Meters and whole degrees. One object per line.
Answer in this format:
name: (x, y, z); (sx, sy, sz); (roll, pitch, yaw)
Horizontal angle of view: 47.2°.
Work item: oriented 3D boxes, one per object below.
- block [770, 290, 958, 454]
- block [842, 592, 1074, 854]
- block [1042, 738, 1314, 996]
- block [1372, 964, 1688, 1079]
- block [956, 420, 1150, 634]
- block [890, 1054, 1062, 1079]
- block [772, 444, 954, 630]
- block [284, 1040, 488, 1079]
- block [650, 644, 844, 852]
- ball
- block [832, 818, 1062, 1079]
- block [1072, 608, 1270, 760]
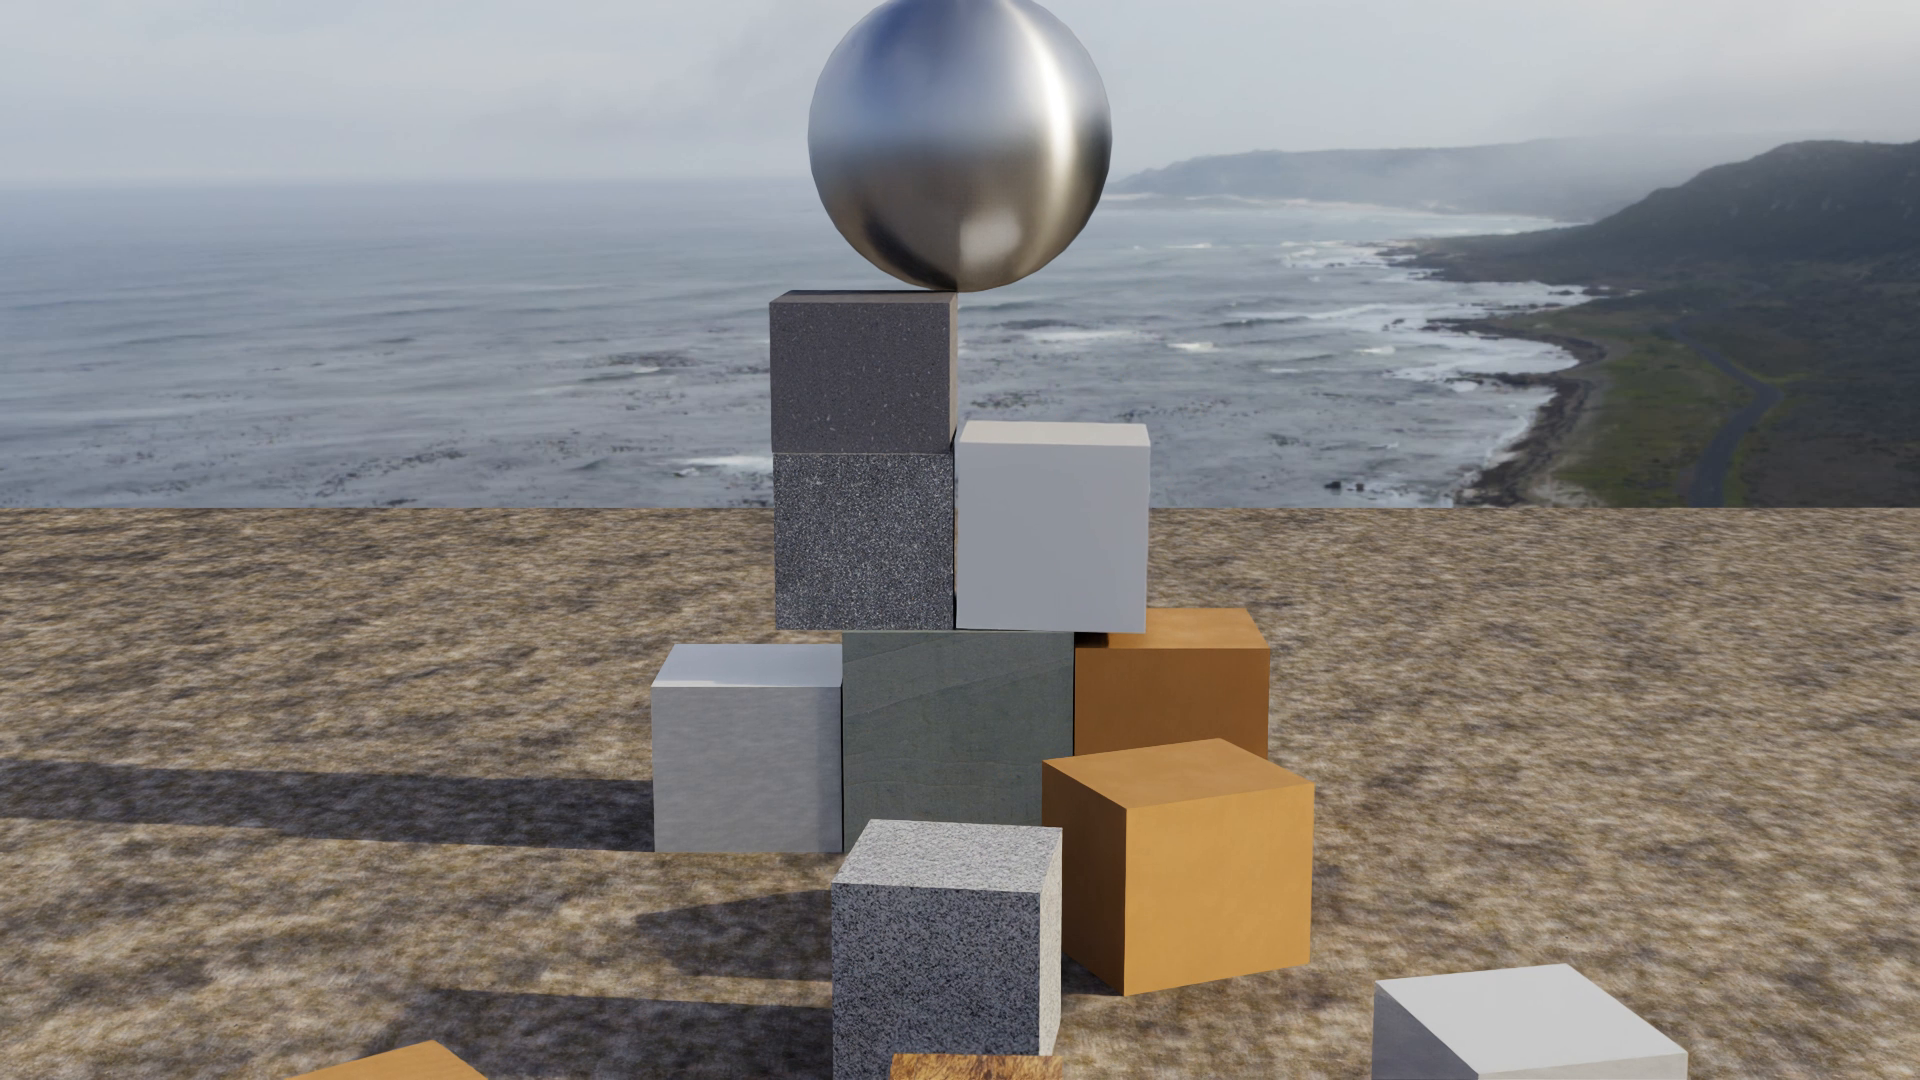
block: (-0.467, -0.864, 11.094); (0.871, 0.731, 0.908); (0, 10, 2)
block: (-0.011, 0.922, 11.344); (1.135, 1.128, 0.972); (0, 10, 0)
block: (0.935, 1.401, 9.599); (0.906, 0.809, 0.786); (-5, 11, -24)
block: (1.843, 1.890, 7.233); (0.713, 0.692, 0.779); (-2, 11, -13)
block: (0.473, -0.084, 11.126); (0.928, 0.926, 0.846); (1, 10, 3)
block: (0.047, 2.006, 6.912); (0.549, 0.579, 0.567); (0, 10, 2)
block: (-0.468, -0.061, 11.158); (0.874, 0.872, 0.837); (0, 10, 0)
block: (-1.617, 2.022, 6.034); (0.827, 0.863, 0.896); (-8, 13, -37)
block: (-1.056, 1.058, 11.368); (0.936, 0.851, 0.936); (0, 10, 0)
ball: (0.000, -2.099, 11.514); (1.600, 1.600, 1.600); (0, 10, 0)
block: (-0.034, 1.601, 8.482); (0.774, 0.814, 0.777); (2, 10, 8)
block: (1.045, 0.961, 11.362); (0.957, 1.043, 0.940); (0, 10, 0)
